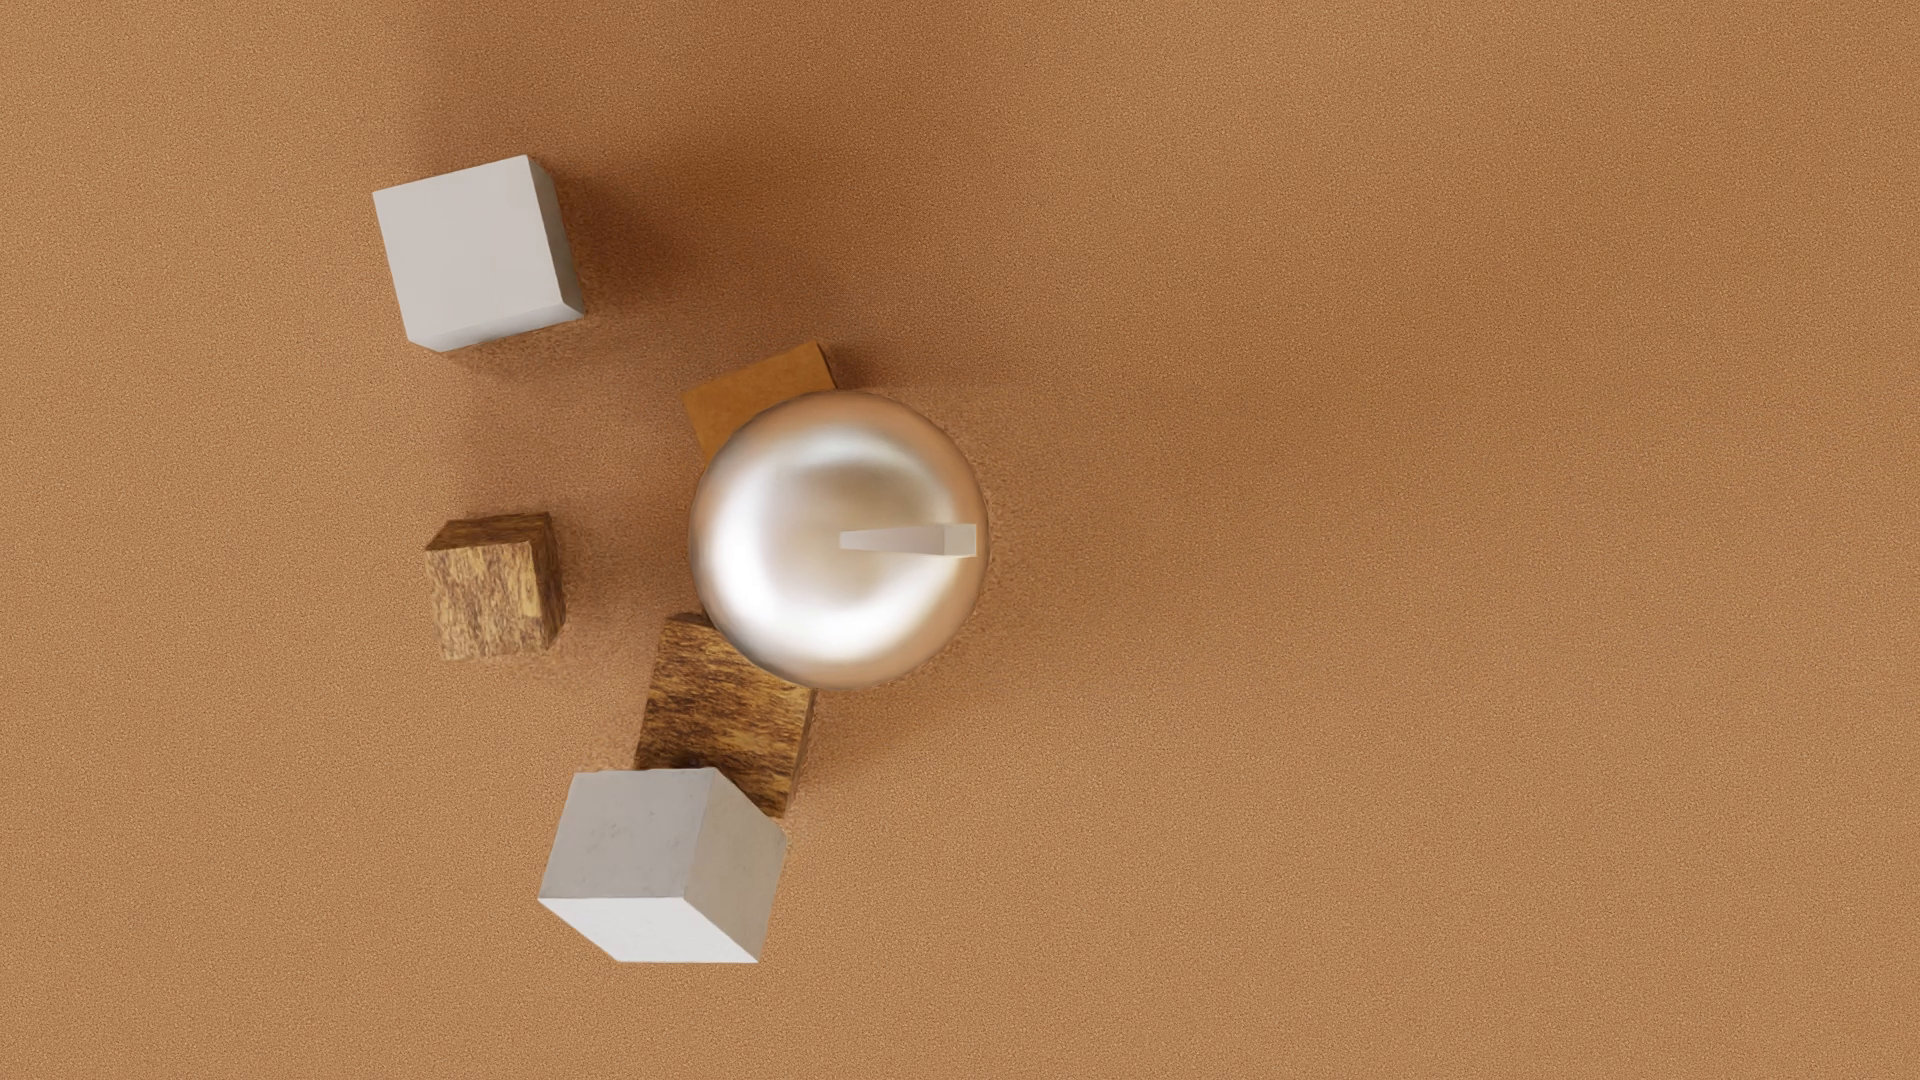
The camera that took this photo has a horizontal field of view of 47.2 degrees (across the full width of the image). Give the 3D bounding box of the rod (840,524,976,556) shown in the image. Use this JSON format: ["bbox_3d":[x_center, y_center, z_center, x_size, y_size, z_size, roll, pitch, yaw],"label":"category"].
[{"bbox_3d":[-0.276,0.000,8.271,0.080,5.200,0.080,0,90,-6],"label":"rod"}]

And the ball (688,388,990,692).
[{"bbox_3d":[-0.638,0.000,11.651,1.600,1.600,1.600,0,90,0],"label":"ball"}]

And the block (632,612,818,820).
[{"bbox_3d":[-1.303,0.983,12.570,0.872,0.846,0.947,12,91,0],"label":"block"}]

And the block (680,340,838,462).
[{"bbox_3d":[-1.062,-0.651,12.667,0.820,0.665,0.692,-22,90,0],"label":"block"}]

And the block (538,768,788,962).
[{"bbox_3d":[-1.597,1.774,11.942,0.906,0.836,0.748,-5,55,25],"label":"block"}]

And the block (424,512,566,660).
[{"bbox_3d":[-2.650,0.257,12.597,0.597,0.634,0.645,-5,106,2],"label":"block"}]

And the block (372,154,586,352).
[{"bbox_3d":[-2.741,-1.627,12.617,0.885,0.766,0.851,-14,90,0],"label":"block"}]
